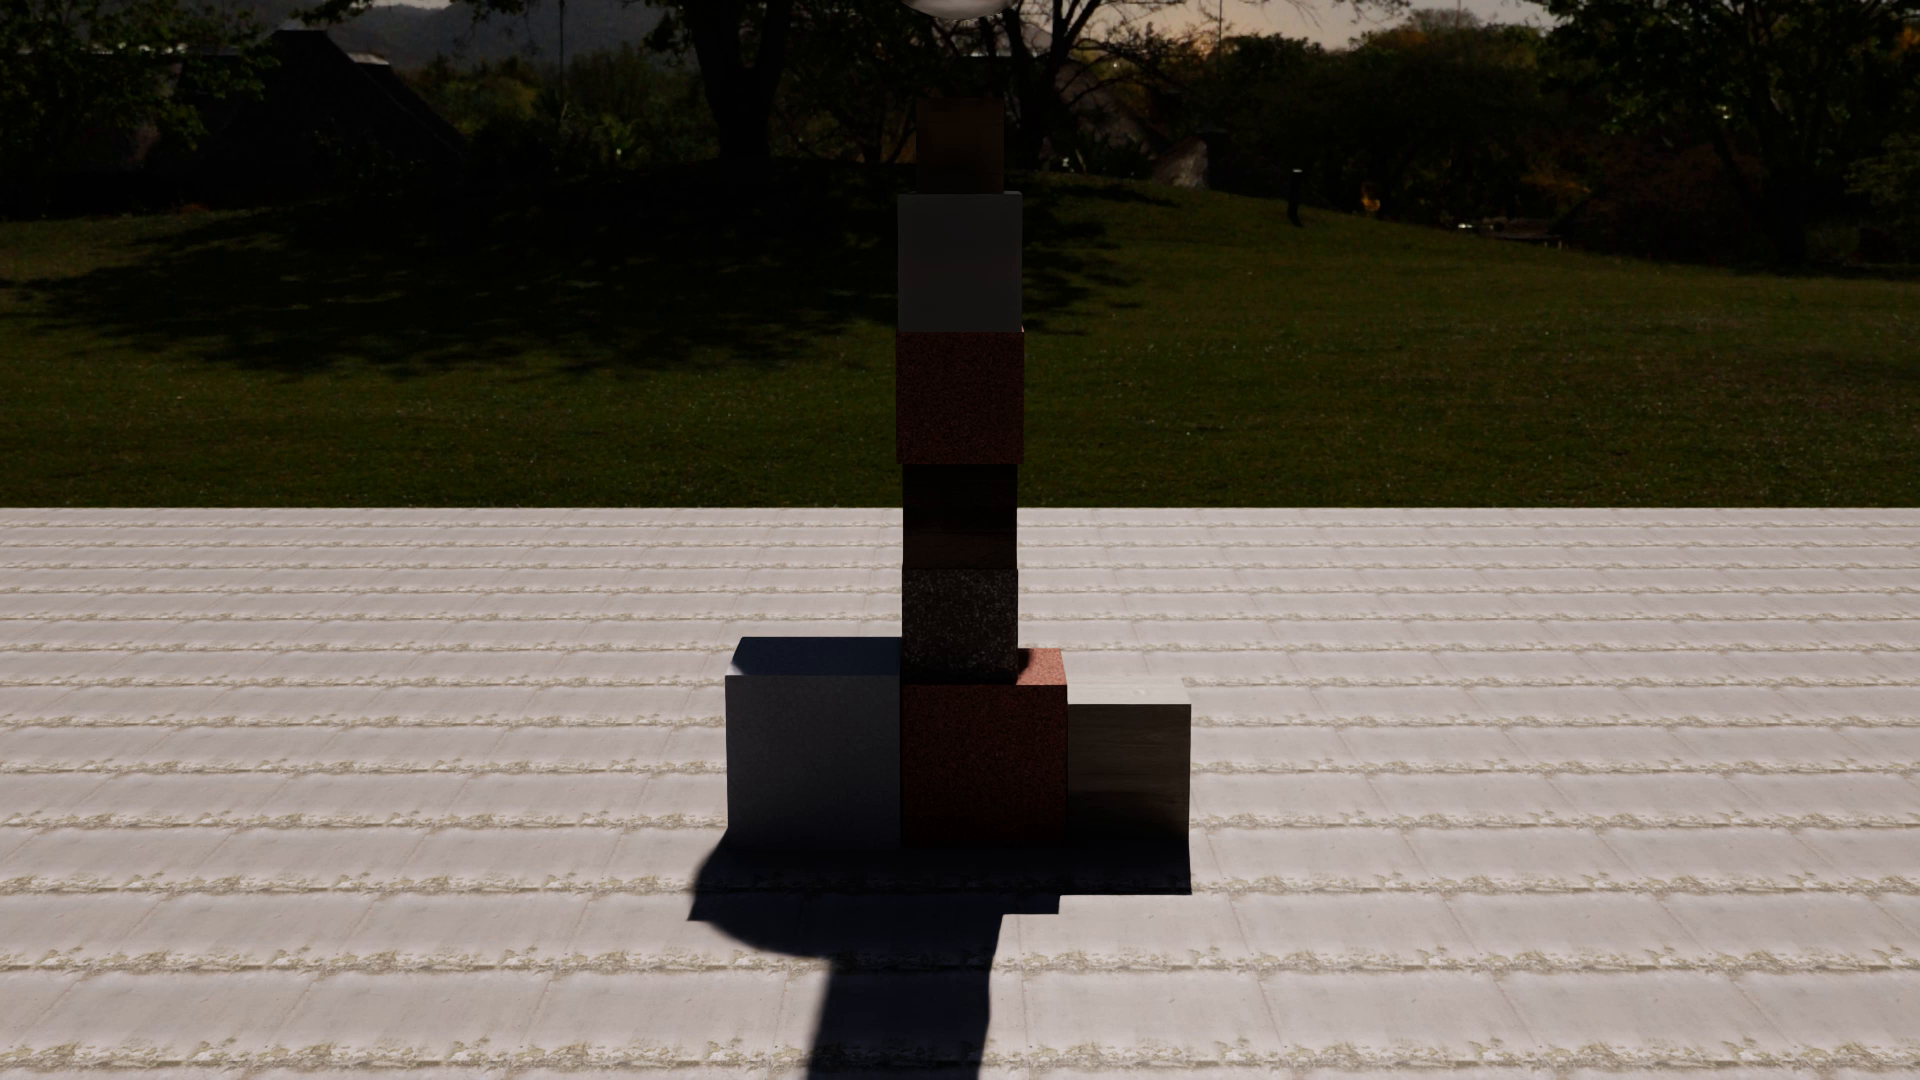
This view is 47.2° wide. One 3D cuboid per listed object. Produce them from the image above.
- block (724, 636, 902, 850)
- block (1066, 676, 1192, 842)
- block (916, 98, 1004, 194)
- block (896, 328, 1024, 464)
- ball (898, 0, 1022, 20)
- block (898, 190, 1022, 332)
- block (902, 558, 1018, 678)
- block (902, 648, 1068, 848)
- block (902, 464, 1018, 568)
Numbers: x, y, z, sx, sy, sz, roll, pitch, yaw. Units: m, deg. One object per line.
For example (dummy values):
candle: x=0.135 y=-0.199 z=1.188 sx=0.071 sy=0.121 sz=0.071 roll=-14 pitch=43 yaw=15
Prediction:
block: x=-0.730 y=1.033 z=11.364 sx=0.863 sy=0.901 sz=0.858 roll=0 pitch=10 yaw=0
block: x=0.852 y=1.123 z=11.387 sx=0.619 sy=0.717 sz=0.588 roll=0 pitch=10 yaw=0
block: x=0.000 y=-1.944 z=10.844 sx=0.424 sy=0.456 sz=0.422 roll=0 pitch=10 yaw=0
block: x=0.000 y=-0.749 z=11.039 sx=0.624 sy=0.647 sz=0.661 roll=0 pitch=10 yaw=0
ball: x=0.000 y=-4.513 z=15.599 sx=1.600 sy=1.600 sz=1.600 roll=0 pitch=10 yaw=0
block: x=0.000 y=-1.395 z=10.944 sx=0.600 sy=0.659 sz=0.703 roll=0 pitch=10 yaw=0
block: x=0.000 y=0.369 z=11.250 sx=0.580 sy=0.559 sz=0.572 roll=0 pitch=10 yaw=0
block: x=0.122 y=1.062 z=11.364 sx=0.822 sy=0.845 sz=0.796 roll=0 pitch=10 yaw=0
block: x=0.000 y=-0.166 z=11.135 sx=0.566 sy=0.535 sz=0.514 roll=0 pitch=10 yaw=0
